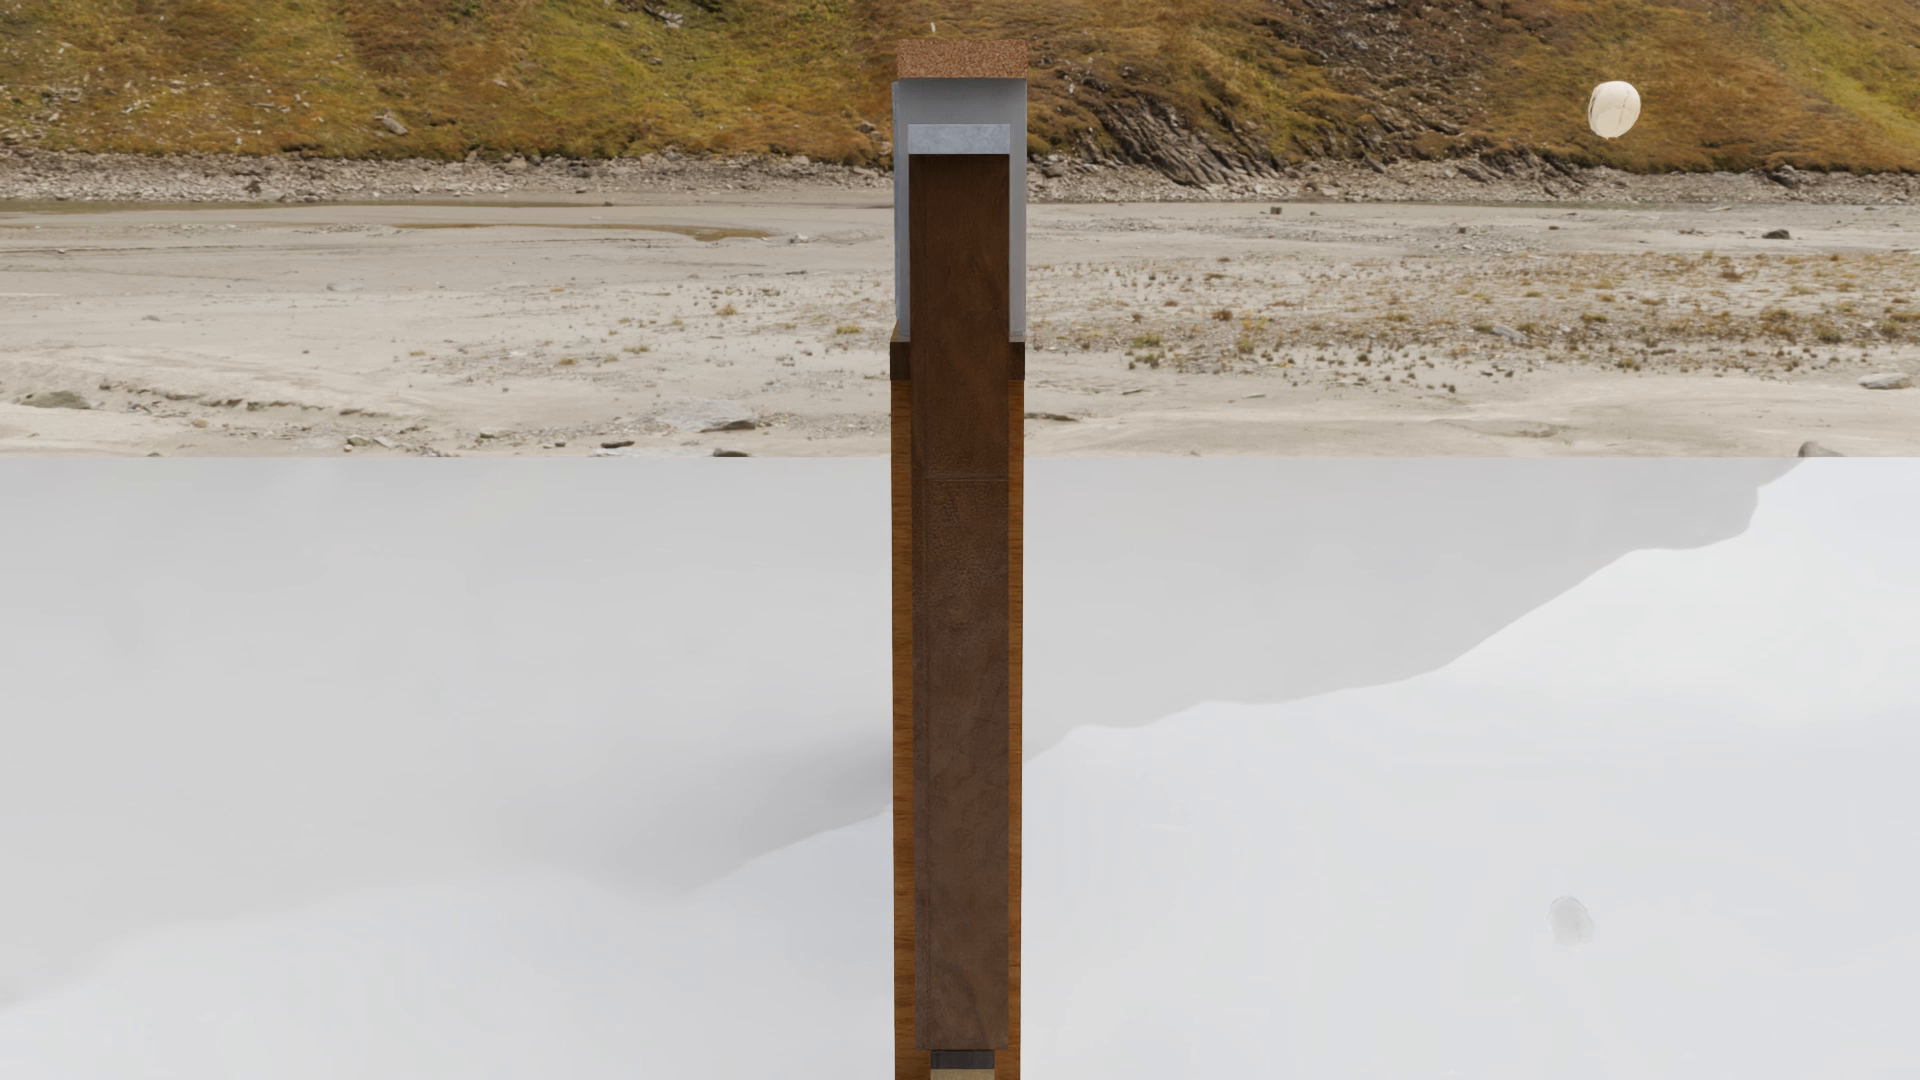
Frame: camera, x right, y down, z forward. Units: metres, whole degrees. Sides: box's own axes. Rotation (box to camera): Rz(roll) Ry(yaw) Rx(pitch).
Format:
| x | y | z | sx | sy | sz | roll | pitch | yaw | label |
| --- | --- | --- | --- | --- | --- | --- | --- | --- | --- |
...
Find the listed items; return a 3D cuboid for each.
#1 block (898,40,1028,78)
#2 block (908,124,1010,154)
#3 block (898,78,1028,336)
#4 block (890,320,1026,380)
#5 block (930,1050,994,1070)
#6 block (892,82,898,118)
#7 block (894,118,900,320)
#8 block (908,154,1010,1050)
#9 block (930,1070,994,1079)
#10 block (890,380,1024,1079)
| x | y | z | sx | sy | sz | roll | pitch | yaw | label |
| --- | --- | --- | --- | --- | --- | --- | --- | --- | --- |
| 0.003 | -0.600 | 2.761 | 0.155 | 0.044 | 0.310 | 0 | 11 | 0 | block |
| 0.000 | -0.458 | 2.512 | 0.111 | 0.031 | 0.222 | 0 | 11 | 1 | block |
| 0.003 | -0.407 | 2.691 | 0.155 | 0.310 | 0.044 | 0 | 11 | 0 | block |
| -0.003 | -0.243 | 2.780 | 0.162 | 0.046 | 0.323 | 0 | 11 | 0 | block |
| 0.003 | 0.605 | 2.690 | 0.076 | 0.022 | 0.153 | 0 | 11 | 0 | block |
| -0.006 | -0.616 | 3.086 | 0.163 | 0.046 | 0.327 | 0 | 11 | 1 | block |
| -0.007 | -0.362 | 3.022 | 0.163 | 0.429 | 0.046 | 0 | 11 | 0 | block |
| 0.001 | 0.088 | 2.537 | 0.111 | 1.051 | 0.031 | 0 | 11 | 0 | block |
| 0.003 | 0.700 | 2.656 | 0.076 | 0.153 | 0.022 | 0 | 11 | 0 | block |
| -0.003 | 0.270 | 2.766 | 0.162 | 0.958 | 0.046 | 0 | 11 | 0 | block |
